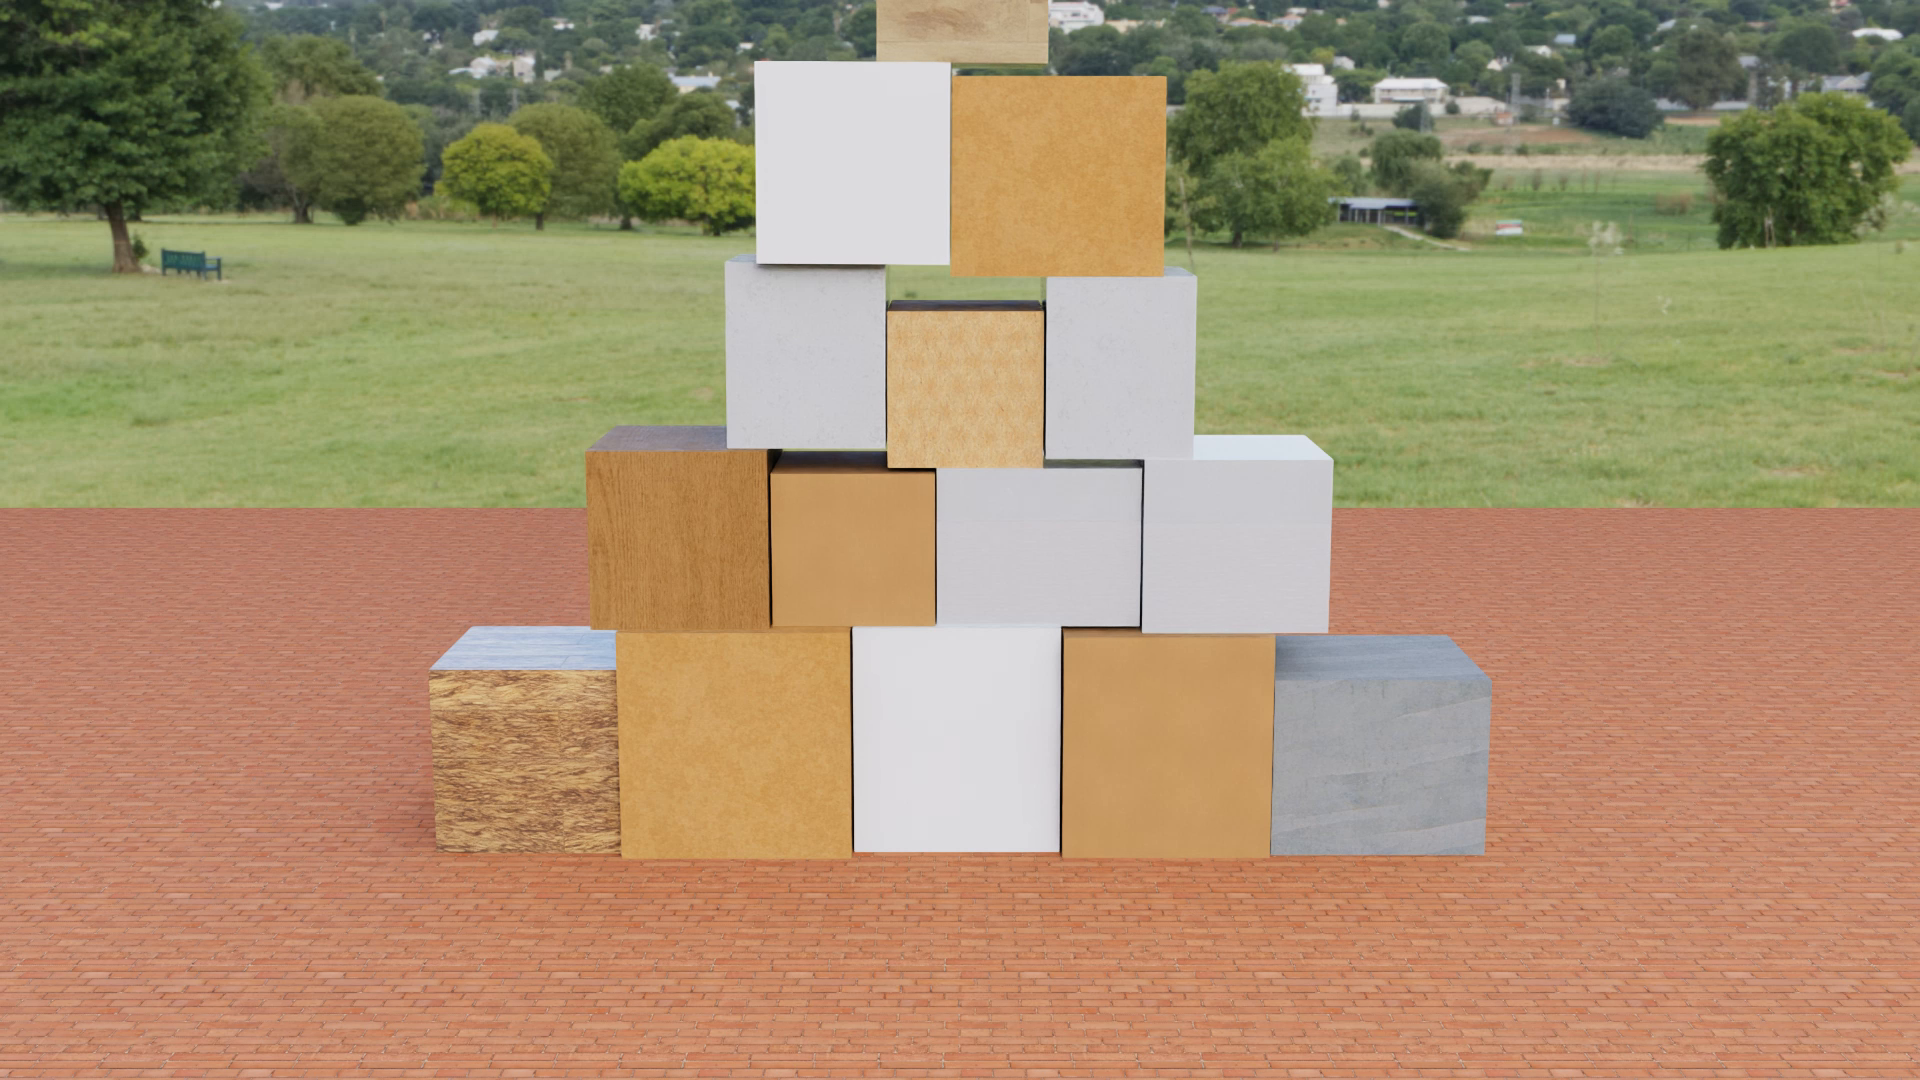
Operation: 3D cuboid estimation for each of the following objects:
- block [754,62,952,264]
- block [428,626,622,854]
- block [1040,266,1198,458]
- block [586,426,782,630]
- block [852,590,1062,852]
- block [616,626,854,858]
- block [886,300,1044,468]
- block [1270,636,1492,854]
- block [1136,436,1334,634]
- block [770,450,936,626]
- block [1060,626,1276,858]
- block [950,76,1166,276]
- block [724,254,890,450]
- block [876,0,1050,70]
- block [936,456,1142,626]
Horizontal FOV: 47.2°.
[{"bbox_3d":[-0.505,-1.858,10.832,0.916,0.940,0.949,0,10,0],"label":"block"},{"bbox_3d":[-2.147,1.012,11.369,0.925,0.940,0.983,0,10,0],"label":"block"},{"bbox_3d":[0.774,-0.903,11.010,0.717,0.881,0.849,0,10,0],"label":"block"},{"bbox_3d":[-1.370,-0.081,11.159,0.875,0.882,0.971,0,10,0],"label":"block"},{"bbox_3d":[-0.015,0.910,11.365,1.024,1.143,0.969,0,10,0],"label":"block"},{"bbox_3d":[-1.106,0.911,11.364,1.138,1.142,1.174,0,10,0],"label":"block"},{"bbox_3d":[0.026,-0.797,11.056,0.759,0.761,0.776,0,10,0],"label":"block"},{"bbox_3d":[2.078,1.038,11.361,1.065,0.892,1.011,0,10,0],"label":"block"},{"bbox_3d":[1.351,-0.047,11.167,0.913,0.859,0.905,0,10,0],"label":"block"},{"bbox_3d":[-0.523,-0.020,11.169,0.800,0.759,0.809,0,10,0],"label":"block"},{"bbox_3d":[1.021,0.924,11.356,1.029,1.119,1.131,0,10,0],"label":"block"},{"bbox_3d":[0.464,-1.797,10.848,1.017,0.937,0.860,0,10,0],"label":"block"},{"bbox_3d":[-0.745,-0.958,11.013,0.770,0.899,0.795,0,10,0],"label":"block"},{"bbox_3d":[0.015,-2.727,10.678,0.805,0.831,0.855,0,10,0],"label":"block"},{"bbox_3d":[0.386,-0.036,11.188,0.998,0.784,0.846,0,10,0],"label":"block"}]
